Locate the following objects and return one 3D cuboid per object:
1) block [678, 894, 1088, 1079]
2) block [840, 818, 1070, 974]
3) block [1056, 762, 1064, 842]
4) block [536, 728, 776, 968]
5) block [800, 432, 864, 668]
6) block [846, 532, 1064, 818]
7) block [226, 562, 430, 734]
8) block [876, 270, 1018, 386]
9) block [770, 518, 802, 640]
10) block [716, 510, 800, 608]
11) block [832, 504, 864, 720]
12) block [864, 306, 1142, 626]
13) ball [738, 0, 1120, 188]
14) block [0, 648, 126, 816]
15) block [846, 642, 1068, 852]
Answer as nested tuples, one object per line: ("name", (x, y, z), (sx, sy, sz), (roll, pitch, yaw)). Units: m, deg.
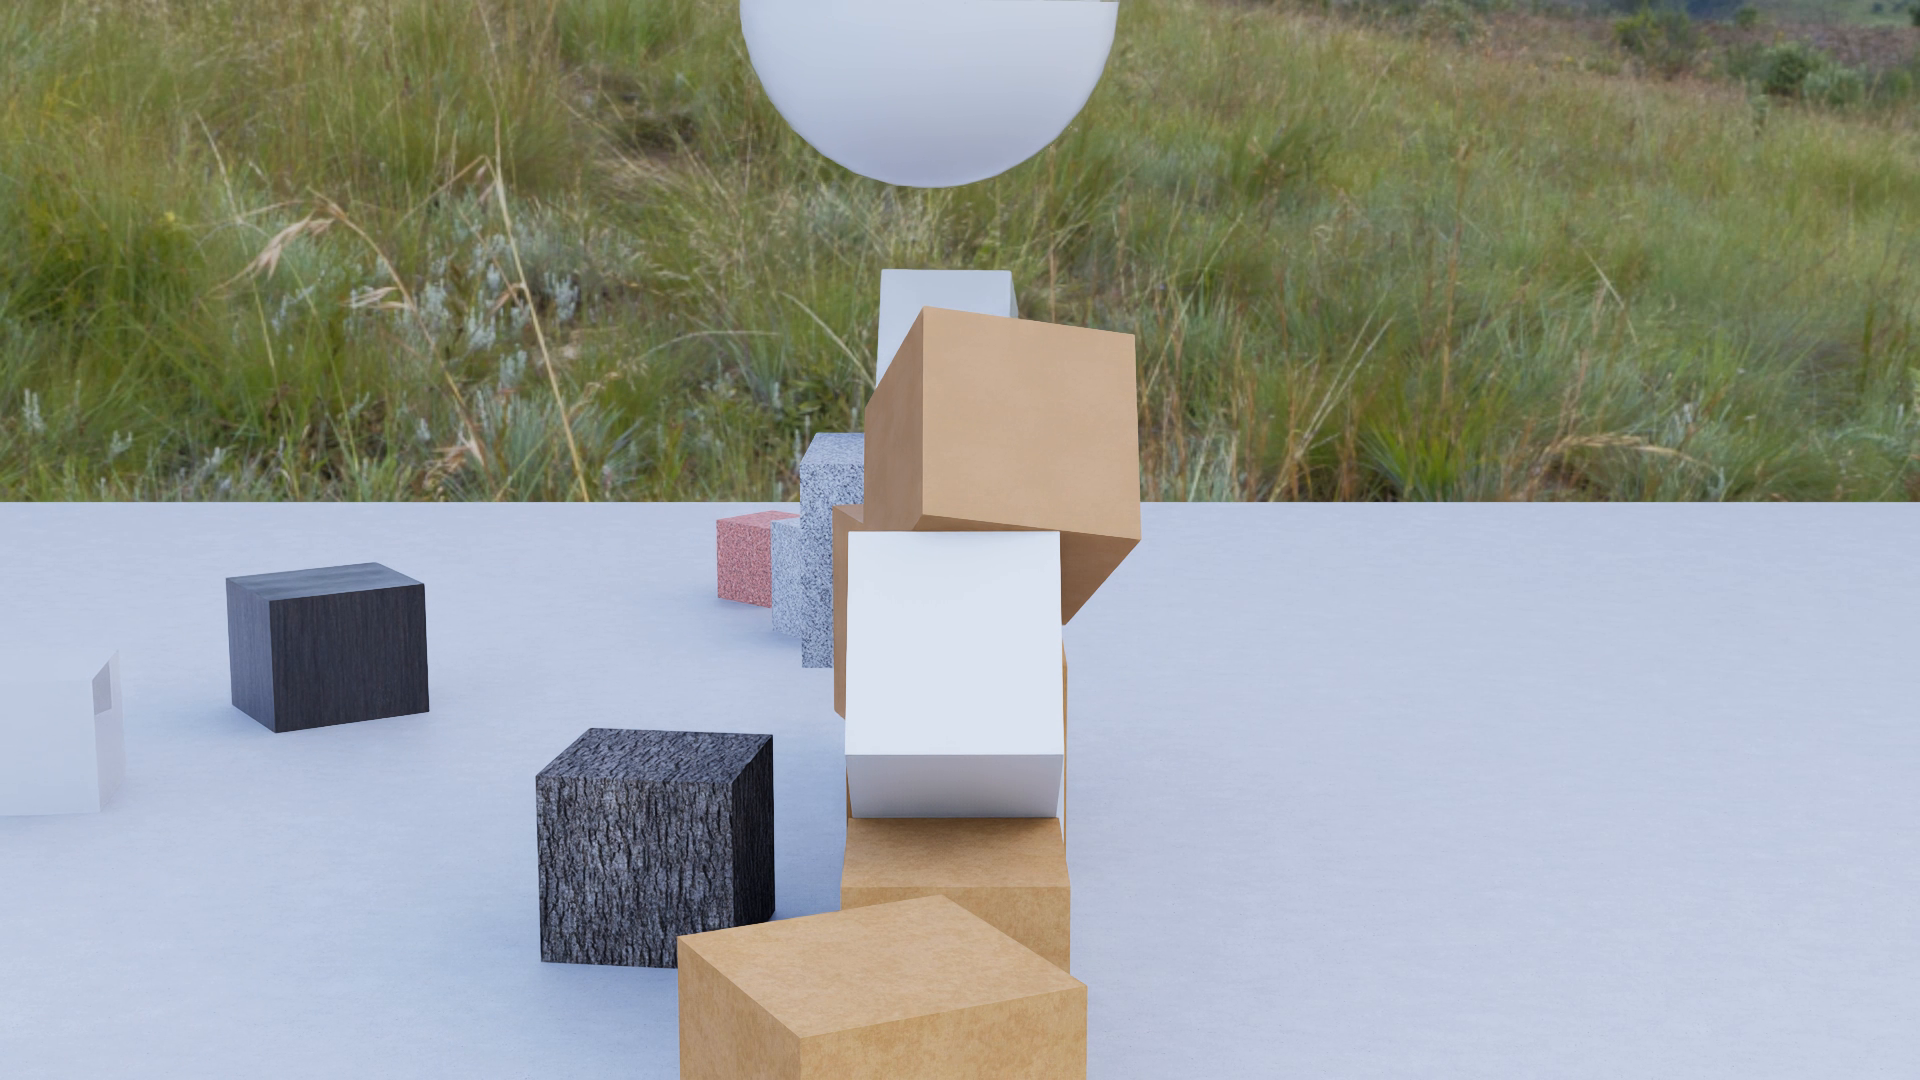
("block", (-0.244, 1.696, 7.605), (0.891, 0.942, 0.929), (-5, 12, -27))
("block", (-0.019, 1.488, 9.231), (0.785, 0.769, 0.828), (0, 10, -1))
("block", (0.003, 1.165, 10.815), (0.837, 0.839, 0.822), (0, 10, 0))
("block", (-1.231, 1.253, 10.520), (0.792, 0.771, 0.765), (1, 10, 8))
("block", (-0.232, 0.030, 11.496), (0.886, 0.892, 0.972), (0, 10, 1))
("block", (-0.021, 0.524, 9.456), (0.760, 0.845, 0.835), (0, -24, 0))
("block", (-3.530, 0.585, 14.313), (0.874, 0.729, 0.764), (-7, 12, -32))
("block", (-0.052, -0.834, 11.995), (0.597, 0.688, 0.621), (1, -13, 5))
("block", (-0.742, 0.240, 16.266), (0.648, 0.709, 0.669), (-7, 13, -36))
("block", (-1.272, 0.125, 17.383), (0.532, 0.536, 0.524), (9, 14, 42))
("block", (-0.070, 0.334, 10.569), (0.730, 0.883, 0.755), (-3, 11, -18))
("block", (0.140, -0.263, 9.760), (0.824, 0.841, 0.877), (7, -24, -15))
("ball", (-0.131, -2.283, 10.765), (1.600, 1.600, 1.600), (0, 10, 0))
("block", (-4.580, 0.937, 12.583), (0.792, 0.654, 0.700), (-1, 10, -8))
("block", (-0.016, 0.933, 11.725), (0.965, 0.969, 1.007), (0, 10, 0))
